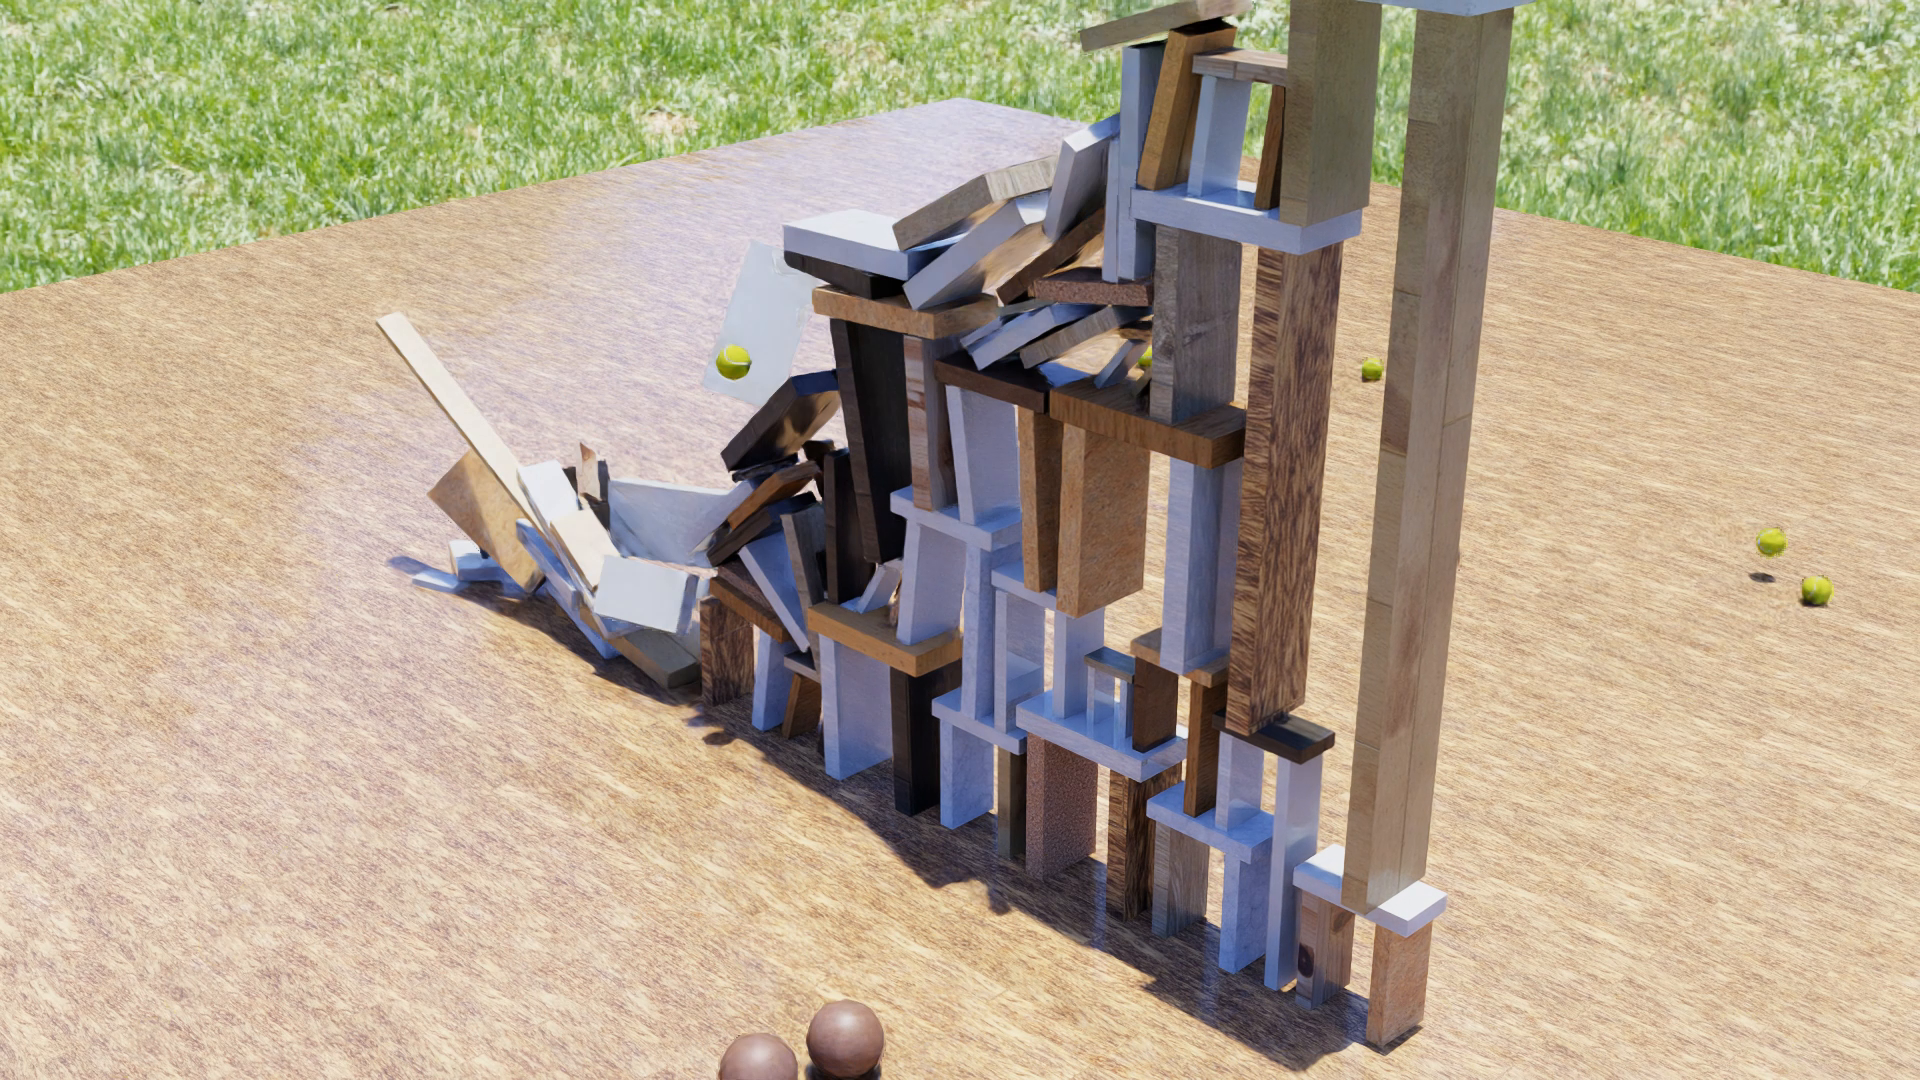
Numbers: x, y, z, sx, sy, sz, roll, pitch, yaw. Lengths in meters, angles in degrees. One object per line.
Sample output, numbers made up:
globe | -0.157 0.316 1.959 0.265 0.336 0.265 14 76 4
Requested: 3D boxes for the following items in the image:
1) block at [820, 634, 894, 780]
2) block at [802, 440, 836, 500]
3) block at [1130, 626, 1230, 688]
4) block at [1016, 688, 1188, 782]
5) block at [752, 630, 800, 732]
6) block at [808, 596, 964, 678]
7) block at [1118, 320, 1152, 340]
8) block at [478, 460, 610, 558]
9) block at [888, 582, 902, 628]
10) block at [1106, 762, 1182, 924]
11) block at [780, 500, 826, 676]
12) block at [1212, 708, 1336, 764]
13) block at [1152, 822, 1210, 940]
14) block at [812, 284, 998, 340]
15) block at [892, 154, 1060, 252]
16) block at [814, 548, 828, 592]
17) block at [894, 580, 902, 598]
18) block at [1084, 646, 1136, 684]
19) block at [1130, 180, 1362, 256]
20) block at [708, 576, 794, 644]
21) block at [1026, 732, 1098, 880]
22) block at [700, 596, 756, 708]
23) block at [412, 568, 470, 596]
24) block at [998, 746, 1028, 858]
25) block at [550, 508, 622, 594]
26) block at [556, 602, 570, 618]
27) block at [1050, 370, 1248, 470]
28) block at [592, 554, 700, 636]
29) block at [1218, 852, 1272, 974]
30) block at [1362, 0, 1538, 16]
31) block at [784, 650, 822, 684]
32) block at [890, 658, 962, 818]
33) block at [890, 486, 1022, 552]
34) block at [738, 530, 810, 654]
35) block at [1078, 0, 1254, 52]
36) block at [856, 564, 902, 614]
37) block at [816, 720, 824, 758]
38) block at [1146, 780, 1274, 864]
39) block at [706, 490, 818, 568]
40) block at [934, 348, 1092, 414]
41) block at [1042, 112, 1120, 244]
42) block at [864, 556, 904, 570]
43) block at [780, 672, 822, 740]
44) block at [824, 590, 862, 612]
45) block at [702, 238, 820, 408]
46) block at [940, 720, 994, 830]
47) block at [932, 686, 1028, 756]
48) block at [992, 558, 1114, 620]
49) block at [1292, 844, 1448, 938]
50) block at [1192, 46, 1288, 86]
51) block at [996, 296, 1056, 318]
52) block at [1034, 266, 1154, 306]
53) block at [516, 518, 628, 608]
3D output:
block | -0.211 0.324 4.584 0.161 0.321 0.046 -21 29 -40
block | -0.279 -0.147 4.605 0.066 0.132 0.019 -2 31 30
block | 0.399 0.204 3.870 0.092 0.026 0.184 -21 32 -40
block | 0.269 0.351 4.086 0.309 0.044 0.154 21 31 41
block | -0.385 0.285 4.768 0.035 0.248 0.124 29 36 34
block | -0.142 0.182 4.447 0.161 0.046 0.321 -21 31 -40
block | 0.333 -0.353 3.718 0.060 0.017 0.121 -21 22 -40
block | -1.048 -0.078 5.533 0.353 0.176 0.050 -13 3 -14
block | -0.094 0.111 4.380 0.071 0.142 0.020 -19 52 -37
block | 0.342 0.542 4.088 0.044 0.309 0.154 21 31 41
block | -0.276 0.097 4.590 0.130 0.347 0.037 -21 14 -40
block | 0.538 0.326 3.778 0.095 0.027 0.191 -21 31 -41
block | 0.407 0.603 4.037 0.034 0.237 0.118 21 31 41
block | -0.105 -0.445 4.154 0.168 0.048 0.337 -21 27 -40
block | 0.040 -0.598 3.896 0.180 0.051 0.360 -19 2 -28
block | -0.250 0.147 4.577 0.049 0.268 0.014 -22 15 -41
block | -0.063 0.069 4.651 0.031 0.108 0.216 36 47 14
block | 0.288 0.227 4.005 0.116 0.016 0.058 21 31 41
block | 0.456 -0.526 3.517 0.333 0.047 0.166 20 30 39
block | -0.415 0.135 4.739 0.124 0.035 0.247 -20 39 -40
block | 0.197 0.485 4.222 0.044 0.309 0.154 21 31 41
block | -0.516 0.237 4.885 0.035 0.247 0.124 22 31 39
block | -1.296 0.104 5.492 0.131 0.019 0.066 12 26 26
block | 0.126 0.493 4.296 0.034 0.237 0.118 21 31 41
block | -0.858 0.023 5.094 0.102 0.029 0.203 -20 62 -32
block | -0.915 0.131 5.414 0.109 0.031 0.219 1 23 3
block | 0.346 -0.212 3.757 0.359 0.051 0.180 21 31 41
block | -0.703 0.121 4.915 0.269 0.135 0.038 11 -1 38
block | 0.519 0.646 3.934 0.034 0.237 0.118 21 31 41
block | 0.637 -0.814 3.180 0.175 0.049 0.349 -21 31 -40
block | -0.284 0.269 4.655 0.086 0.024 0.172 -21 30 -40
block | -0.062 0.383 4.446 0.161 0.321 0.046 -21 29 -40
block | 0.010 -0.053 4.189 0.136 0.039 0.273 -22 32 -40
block | -0.346 0.105 4.670 0.130 0.037 0.261 -22 71 -40
block | 0.327 -0.831 3.516 0.129 0.037 0.258 -22 13 -39
block | -0.155 0.089 4.441 0.071 0.142 0.020 -21 63 -41
block | -0.250 0.375 4.657 0.086 0.172 0.024 -21 46 -40
block | 0.463 0.500 3.933 0.237 0.034 0.118 21 31 41
block | -0.423 -0.022 4.693 0.131 0.037 0.261 -21 -8 -42
block | 0.095 -0.295 3.979 0.265 0.037 0.132 21 32 38
block | 0.211 -0.606 3.696 0.118 0.236 0.033 -29 67 -23
block | -0.116 0.034 4.369 0.071 0.020 0.142 -20 25 -40
block | -0.331 0.344 4.730 0.086 0.172 0.024 -21 48 -41
block | -0.230 0.120 4.518 0.049 0.014 0.097 -21 30 -40
block | -0.406 -0.441 4.539 0.160 0.320 0.045 19 0 -7
block | 0.015 0.450 4.397 0.118 0.237 0.034 -22 31 -40
block | 0.070 0.346 4.295 0.237 0.034 0.118 21 31 41
block | 0.171 0.086 4.074 0.105 0.030 0.211 -21 32 -41
block | 0.694 0.592 3.729 0.232 0.033 0.116 21 31 41
block | 0.469 -0.735 3.414 0.193 0.027 0.097 18 29 36
block | 0.129 -0.420 3.899 0.117 0.017 0.059 -10 12 33
block | 0.262 -0.434 3.760 0.250 0.035 0.125 9 22 43
block | -0.912 0.036 5.244 0.174 0.049 0.348 -15 36 -28
